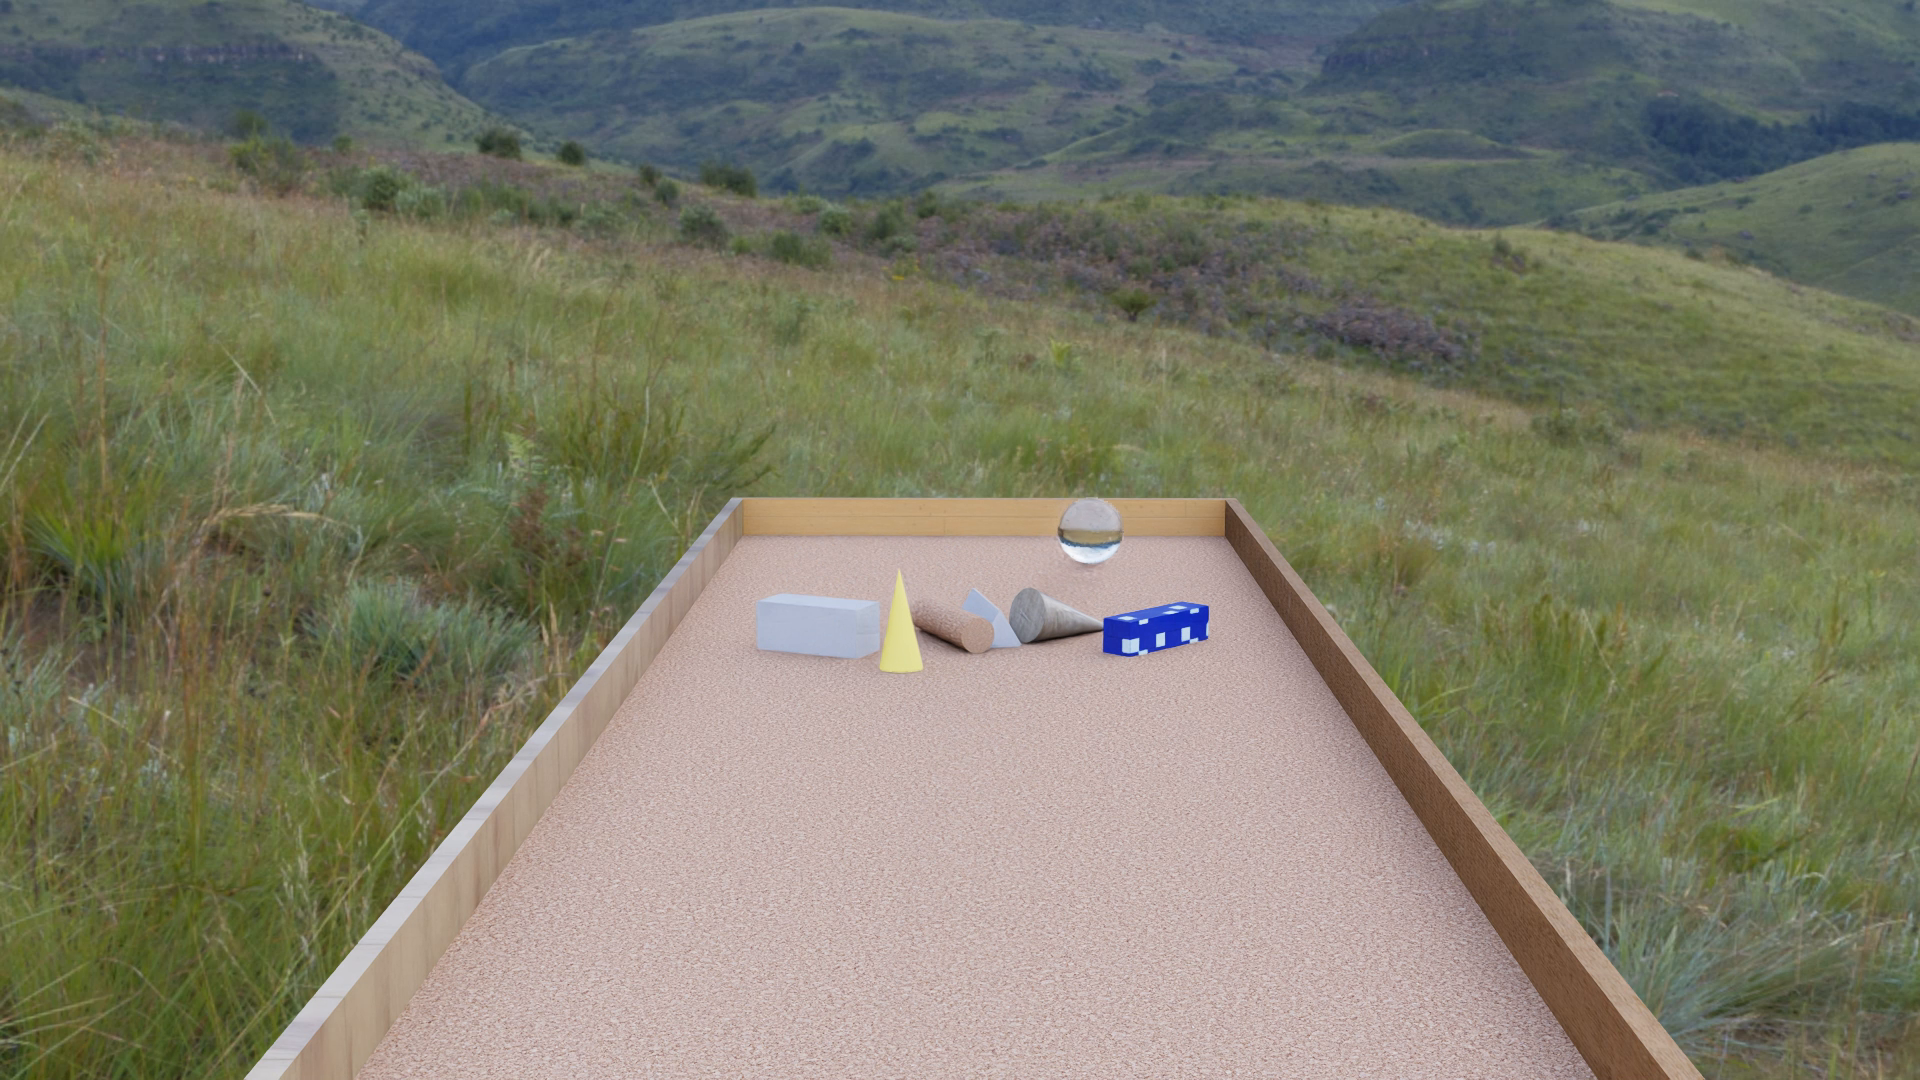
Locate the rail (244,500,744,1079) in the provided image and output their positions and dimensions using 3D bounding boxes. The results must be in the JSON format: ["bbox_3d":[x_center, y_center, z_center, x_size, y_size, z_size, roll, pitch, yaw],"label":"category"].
[{"bbox_3d":[-1.004,0.839,3.234,0.050,0.150,12.000,0,9,1],"label":"rail"}]

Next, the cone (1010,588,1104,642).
[{"bbox_3d":[0.359,0.264,7.070,0.377,0.176,0.176,10,1,-37],"label":"cone"}]

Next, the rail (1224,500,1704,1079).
[{"bbox_3d":[1.046,0.843,3.208,0.050,0.150,12.000,0,9,1],"label":"rail"}]

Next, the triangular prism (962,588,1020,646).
[{"bbox_3d":[0.086,0.245,7.080,0.130,0.113,0.413,-2,9,-11],"label":"triangular prism"}]

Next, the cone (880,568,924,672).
[{"bbox_3d":[-0.179,0.232,6.560,0.133,0.307,0.133,-1,9,0],"label":"cone"}]

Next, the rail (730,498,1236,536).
[{"bbox_3d":[0.099,-0.098,9.147,2.100,0.150,0.050,0,9,1],"label":"rail"}]

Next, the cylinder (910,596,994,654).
[{"bbox_3d":[-0.027,0.266,6.973,0.113,0.113,0.410,-4,10,-24],"label":"cylinder"}]

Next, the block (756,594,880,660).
[{"bbox_3d":[-0.441,0.266,6.844,0.351,0.152,0.152,4,10,25],"label":"block"}]

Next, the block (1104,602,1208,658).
[{"bbox_3d":[0.618,0.278,6.907,0.108,0.108,0.387,9,13,44],"label":"block"}]

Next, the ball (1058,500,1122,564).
[{"bbox_3d":[0.500,-0.032,8.424,0.247,0.247,0.247,0,9,0],"label":"ball"}]
